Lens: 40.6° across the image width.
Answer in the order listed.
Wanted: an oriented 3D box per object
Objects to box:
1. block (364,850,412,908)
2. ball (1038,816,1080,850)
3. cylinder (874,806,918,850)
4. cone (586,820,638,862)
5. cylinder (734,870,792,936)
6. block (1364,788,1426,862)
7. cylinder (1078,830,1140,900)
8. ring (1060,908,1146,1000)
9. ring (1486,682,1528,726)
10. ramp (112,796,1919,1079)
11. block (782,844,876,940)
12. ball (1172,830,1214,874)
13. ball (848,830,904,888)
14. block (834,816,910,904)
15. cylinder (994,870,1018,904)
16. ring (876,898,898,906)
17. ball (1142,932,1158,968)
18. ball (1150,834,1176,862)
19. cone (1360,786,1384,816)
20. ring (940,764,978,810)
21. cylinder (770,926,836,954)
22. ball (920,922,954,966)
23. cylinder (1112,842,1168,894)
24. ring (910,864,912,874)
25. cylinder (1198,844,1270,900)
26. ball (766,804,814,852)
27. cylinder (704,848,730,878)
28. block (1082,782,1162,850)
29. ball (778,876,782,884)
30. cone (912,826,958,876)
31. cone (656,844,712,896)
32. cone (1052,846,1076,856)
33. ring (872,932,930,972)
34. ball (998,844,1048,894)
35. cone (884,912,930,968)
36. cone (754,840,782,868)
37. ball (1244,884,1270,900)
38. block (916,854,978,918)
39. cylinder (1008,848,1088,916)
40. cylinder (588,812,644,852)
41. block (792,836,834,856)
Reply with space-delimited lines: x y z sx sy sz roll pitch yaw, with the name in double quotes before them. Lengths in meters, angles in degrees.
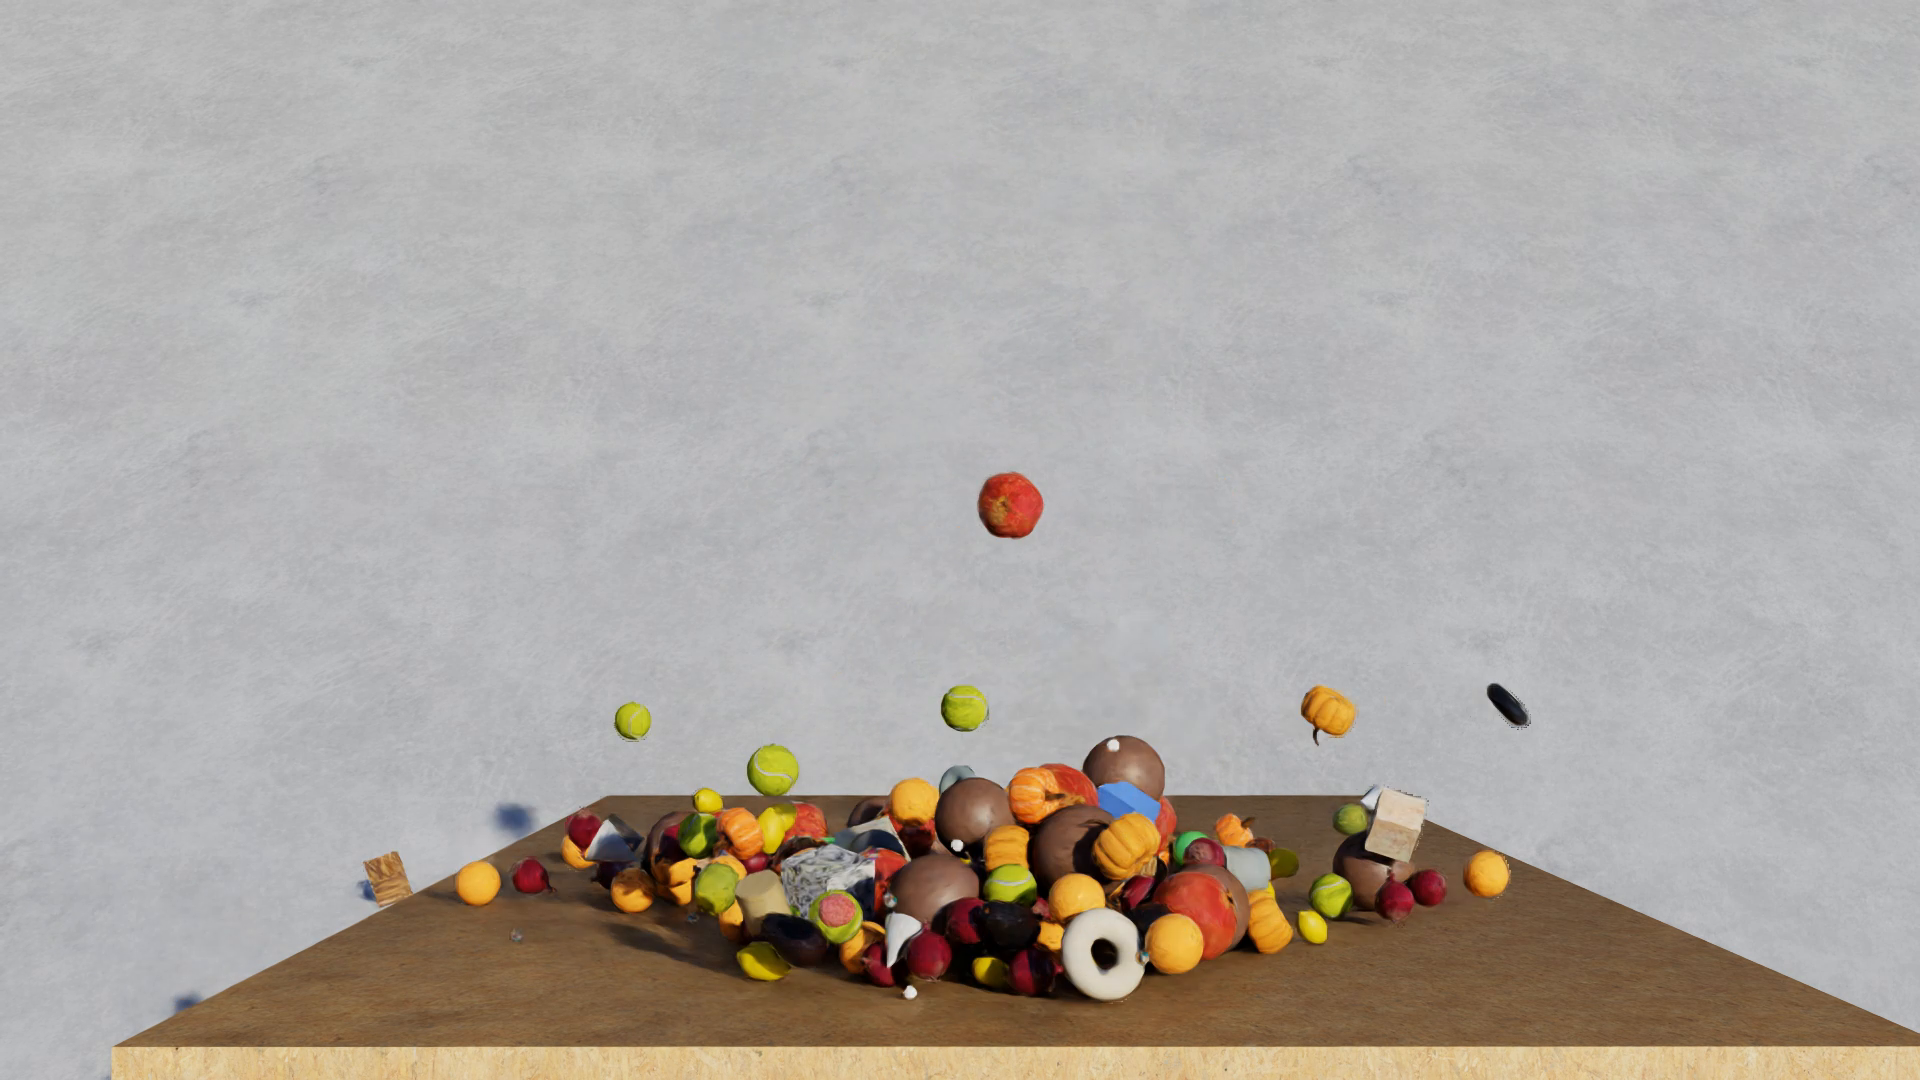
"block" -1.023 0.607 4.648 0.062 0.062 0.062 -20 34 -15
"ball" 0.193 0.578 5.067 0.080 0.080 0.080 0 35 0
"cylinder" -0.129 0.576 5.156 0.090 0.090 0.090 -1 -2 -1
"cone" -0.534 0.485 4.051 0.074 0.074 0.074 27 39 4
"cylinder" -0.252 0.465 3.325 0.060 0.060 0.060 -14 24 6
"block" 0.678 0.444 4.046 0.071 0.071 0.071 17 39 6
"cylinder" 0.225 0.454 3.709 0.087 0.087 0.087 -14 33 -19
"ring" 0.173 0.499 3.131 0.113 0.038 0.113 9 67 -23
"ring" 0.970 0.292 4.603 0.031 0.094 0.094 -43 38 10
"ramp" 0.077 0.661 4.823 2.000 0.100 4.000 0 -2 0
"block" -0.179 0.478 3.534 0.090 0.090 0.090 14 20 42
"ball" 0.423 0.566 4.708 0.078 0.078 0.078 0 35 0
"ball" -0.126 0.475 3.866 0.087 0.087 0.087 0 35 0
"block" -0.138 0.503 4.036 0.091 0.091 0.091 -18 29 13
"cylinder" 0.106 0.557 4.222 0.072 0.072 0.072 -27 14 -33
"ring" -0.126 0.553 4.218 0.082 0.082 0.027 13 -4 17
"ball" 0.261 0.545 3.456 0.051 0.051 0.051 0 35 0
"ball" 0.391 0.586 4.940 0.056 0.056 0.056 0 35 0
"cone" 0.663 0.423 4.198 0.054 0.054 0.054 10 19 -48
"ring" -0.003 0.435 4.575 0.026 0.079 0.079 25 9 -48
"cylinder" -0.219 0.540 3.627 0.070 0.070 0.070 -1 32 26
"ball" -0.036 0.542 3.481 0.058 0.058 0.058 0 35 0
"cylinder" 0.241 0.440 3.483 0.055 0.055 0.055 -13 21 -19
"ring" -0.145 0.582 4.599 0.124 0.041 0.124 0 -6 0
"cylinder" 0.391 0.473 3.704 0.074 0.074 0.074 8 29 -28
"ball" -0.338 0.572 5.162 0.097 0.097 0.097 0 35 0
"cylinder" -0.449 0.580 4.667 0.050 0.050 0.050 1 32 24
"block" 0.223 0.379 3.571 0.066 0.066 0.066 32 19 33
"ball" -0.281 0.553 4.019 0.068 0.068 0.068 0 35 0
"cone" -0.066 0.587 4.735 0.093 0.093 0.093 14 31 20
"cone" -0.448 0.572 4.338 0.095 0.095 0.095 -7 56 10
"cone" 0.169 0.510 4.191 0.064 0.064 0.064 28 35 -22
"ring" -0.078 0.539 3.439 0.079 0.026 0.079 -16 29 9
"ball" 0.087 0.454 3.582 0.068 0.068 0.068 0 35 0
"cone" -0.079 0.512 3.259 0.063 0.063 0.063 14 53 19
"cone" -0.349 0.600 4.859 0.055 0.055 0.055 -26 42 -32
"ball" 0.481 0.565 4.290 0.060 0.060 0.060 0 35 0
"block" -0.018 0.489 3.667 0.065 0.065 0.065 25 -3 5
"cylinder" 0.138 0.540 4.113 0.099 0.099 0.099 -15 4 -21
"cylinder" -0.635 0.554 4.788 0.075 0.075 0.075 39 40 -4
"block" -0.220 0.541 4.276 0.089 0.089 0.089 0 75 18
